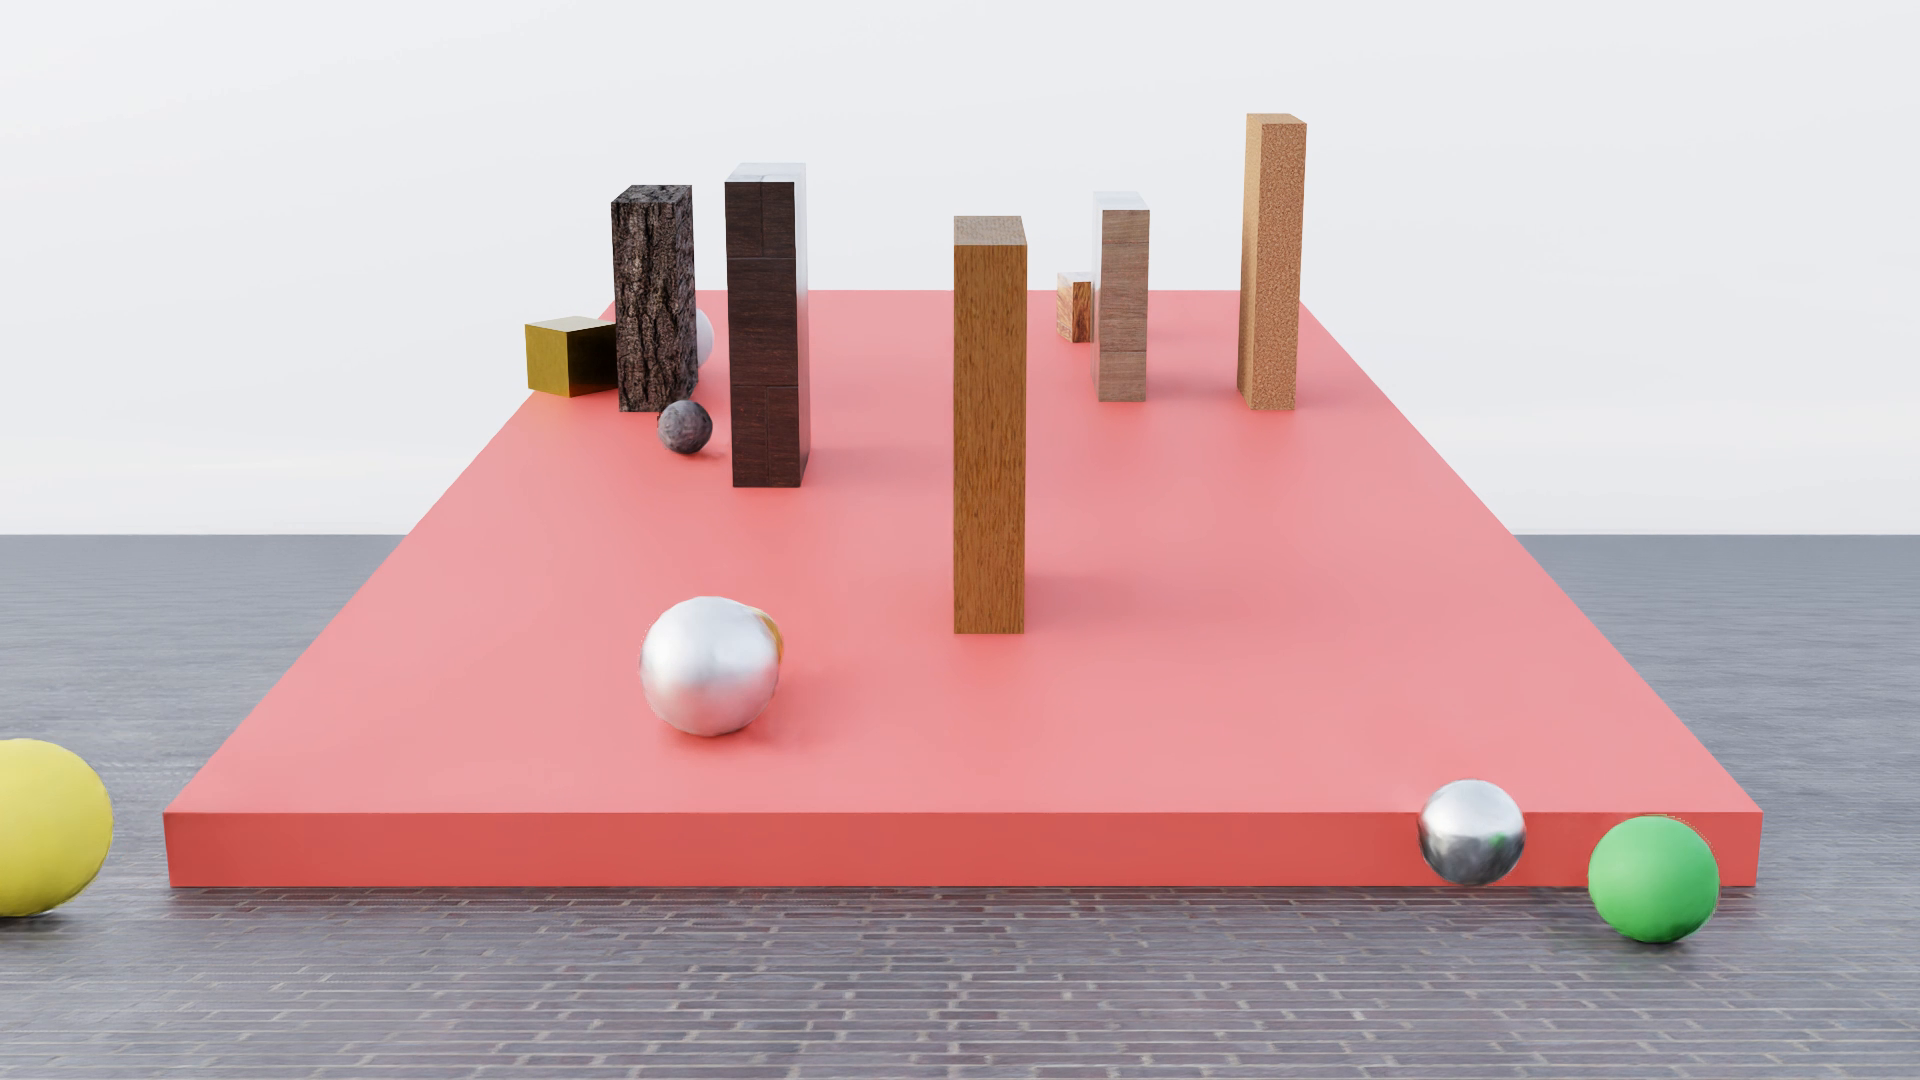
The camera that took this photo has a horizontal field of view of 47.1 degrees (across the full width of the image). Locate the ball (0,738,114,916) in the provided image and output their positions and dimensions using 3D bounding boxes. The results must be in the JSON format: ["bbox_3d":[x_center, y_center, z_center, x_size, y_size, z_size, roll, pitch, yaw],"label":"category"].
[{"bbox_3d":[-1.097,0.335,2.569,0.206,0.206,0.206,0,0,0],"label":"ball"}]

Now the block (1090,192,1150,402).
[{"bbox_3d":[0.374,-0.579,5.191,0.108,0.442,0.346,0,16,0],"label":"block"}]

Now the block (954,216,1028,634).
[{"bbox_3d":[0.045,-0.191,3.517,0.110,0.608,0.336,0,16,0],"label":"block"}]

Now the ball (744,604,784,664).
[{"bbox_3d":[-0.317,0.156,3.171,0.127,0.127,0.127,0,0,0],"label":"ball"}]

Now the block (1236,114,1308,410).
[{"bbox_3d":[0.710,-0.639,5.038,0.099,0.641,0.263,0,16,0],"label":"block"}]

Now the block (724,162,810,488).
[{"bbox_3d":[-0.379,-0.435,4.399,0.132,0.595,0.336,0,16,0],"label":"block"}]

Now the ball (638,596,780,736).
[{"bbox_3d":[-0.341,0.171,3.000,0.190,0.190,0.190,0,0,0],"label":"ball"}]

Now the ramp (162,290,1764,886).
[{"bbox_3d":[-0.002,-0.156,4.692,2.000,0.100,4.000,0,16,0],"label":"ramp"}]

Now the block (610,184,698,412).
[{"bbox_3d":[-0.699,-0.561,5.071,0.141,0.471,0.337,0,16,0],"label":"block"}]

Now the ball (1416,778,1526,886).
[{"bbox_3d":[0.601,0.344,2.591,0.126,0.126,0.126,0,0,0],"label":"ball"}]

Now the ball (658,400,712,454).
[{"bbox_3d":[-0.570,-0.234,4.575,0.112,0.112,0.112,0,0,0],"label":"ball"}]

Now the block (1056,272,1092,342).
[{"bbox_3d":[0.356,-0.621,5.854,0.161,0.161,0.161,-3,16,-12],"label":"block"}]

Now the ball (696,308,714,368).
[{"bbox_3d":[-0.686,-0.490,5.358,0.178,0.178,0.178,0,0,0],"label":"ball"}]

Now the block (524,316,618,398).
[{"bbox_3d":[-0.913,-0.434,5.203,0.155,0.155,0.155,14,21,40],"label":"block"}]

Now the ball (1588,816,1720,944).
[{"bbox_3d":[0.756,0.370,2.404,0.138,0.138,0.138,0,0,0],"label":"ball"}]
